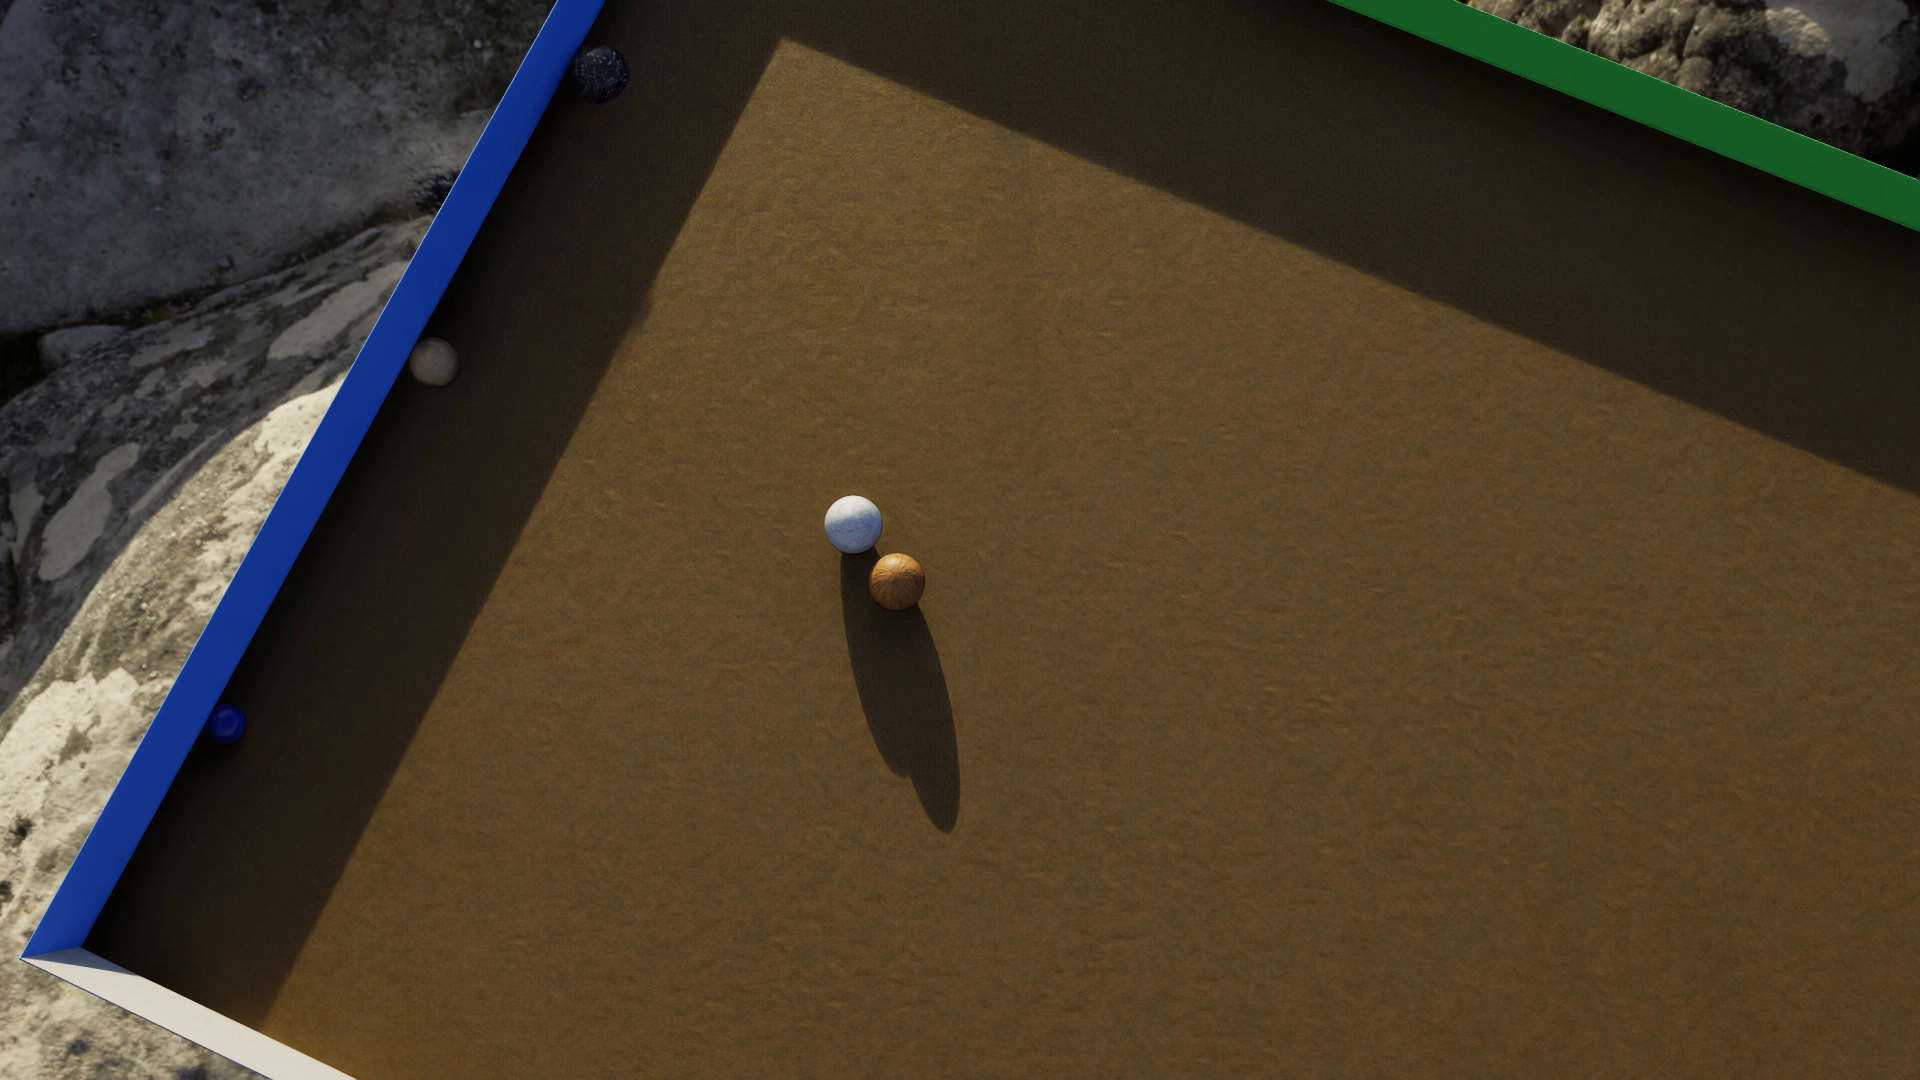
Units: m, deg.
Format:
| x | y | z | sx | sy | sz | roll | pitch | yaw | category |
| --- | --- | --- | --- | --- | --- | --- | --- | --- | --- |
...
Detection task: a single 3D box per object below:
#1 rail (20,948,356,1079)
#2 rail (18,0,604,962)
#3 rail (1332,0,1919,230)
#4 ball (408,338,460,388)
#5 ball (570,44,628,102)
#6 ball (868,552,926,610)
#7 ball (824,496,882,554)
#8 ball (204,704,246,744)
| x | y | z | sx | sy | sz | roll | pitch | yaw | category |
| --- | --- | --- | --- | --- | --- | --- | --- | --- | --- |
| 0.416 | 1.334 | 2.949 | 3.805 | 0.123 | 0.045 | 23 | 75 | 7 | rail |
| -0.846 | -0.370 | 3.452 | 0.045 | 0.123 | 2.258 | 23 | 75 | 7 | rail |
| 1.320 | -0.601 | 3.520 | 3.805 | 0.123 | 0.045 | 23 | 75 | 7 | rail |
| -0.825 | -0.279 | 3.450 | 0.077 | 0.077 | 0.077 | 0 | 74 | 0 | ball |
| -0.587 | -0.760 | 3.583 | 0.095 | 0.095 | 0.095 | 0 | 74 | 0 | ball |
| -0.096 | 0.064 | 3.344 | 0.088 | 0.088 | 0.088 | 0 | 74 | 0 | ball |
| -0.163 | -0.024 | 3.368 | 0.089 | 0.089 | 0.089 | 0 | 74 | 0 | ball |
| -1.102 | 0.277 | 3.295 | 0.060 | 0.060 | 0.060 | 0 | 74 | 0 | ball |
